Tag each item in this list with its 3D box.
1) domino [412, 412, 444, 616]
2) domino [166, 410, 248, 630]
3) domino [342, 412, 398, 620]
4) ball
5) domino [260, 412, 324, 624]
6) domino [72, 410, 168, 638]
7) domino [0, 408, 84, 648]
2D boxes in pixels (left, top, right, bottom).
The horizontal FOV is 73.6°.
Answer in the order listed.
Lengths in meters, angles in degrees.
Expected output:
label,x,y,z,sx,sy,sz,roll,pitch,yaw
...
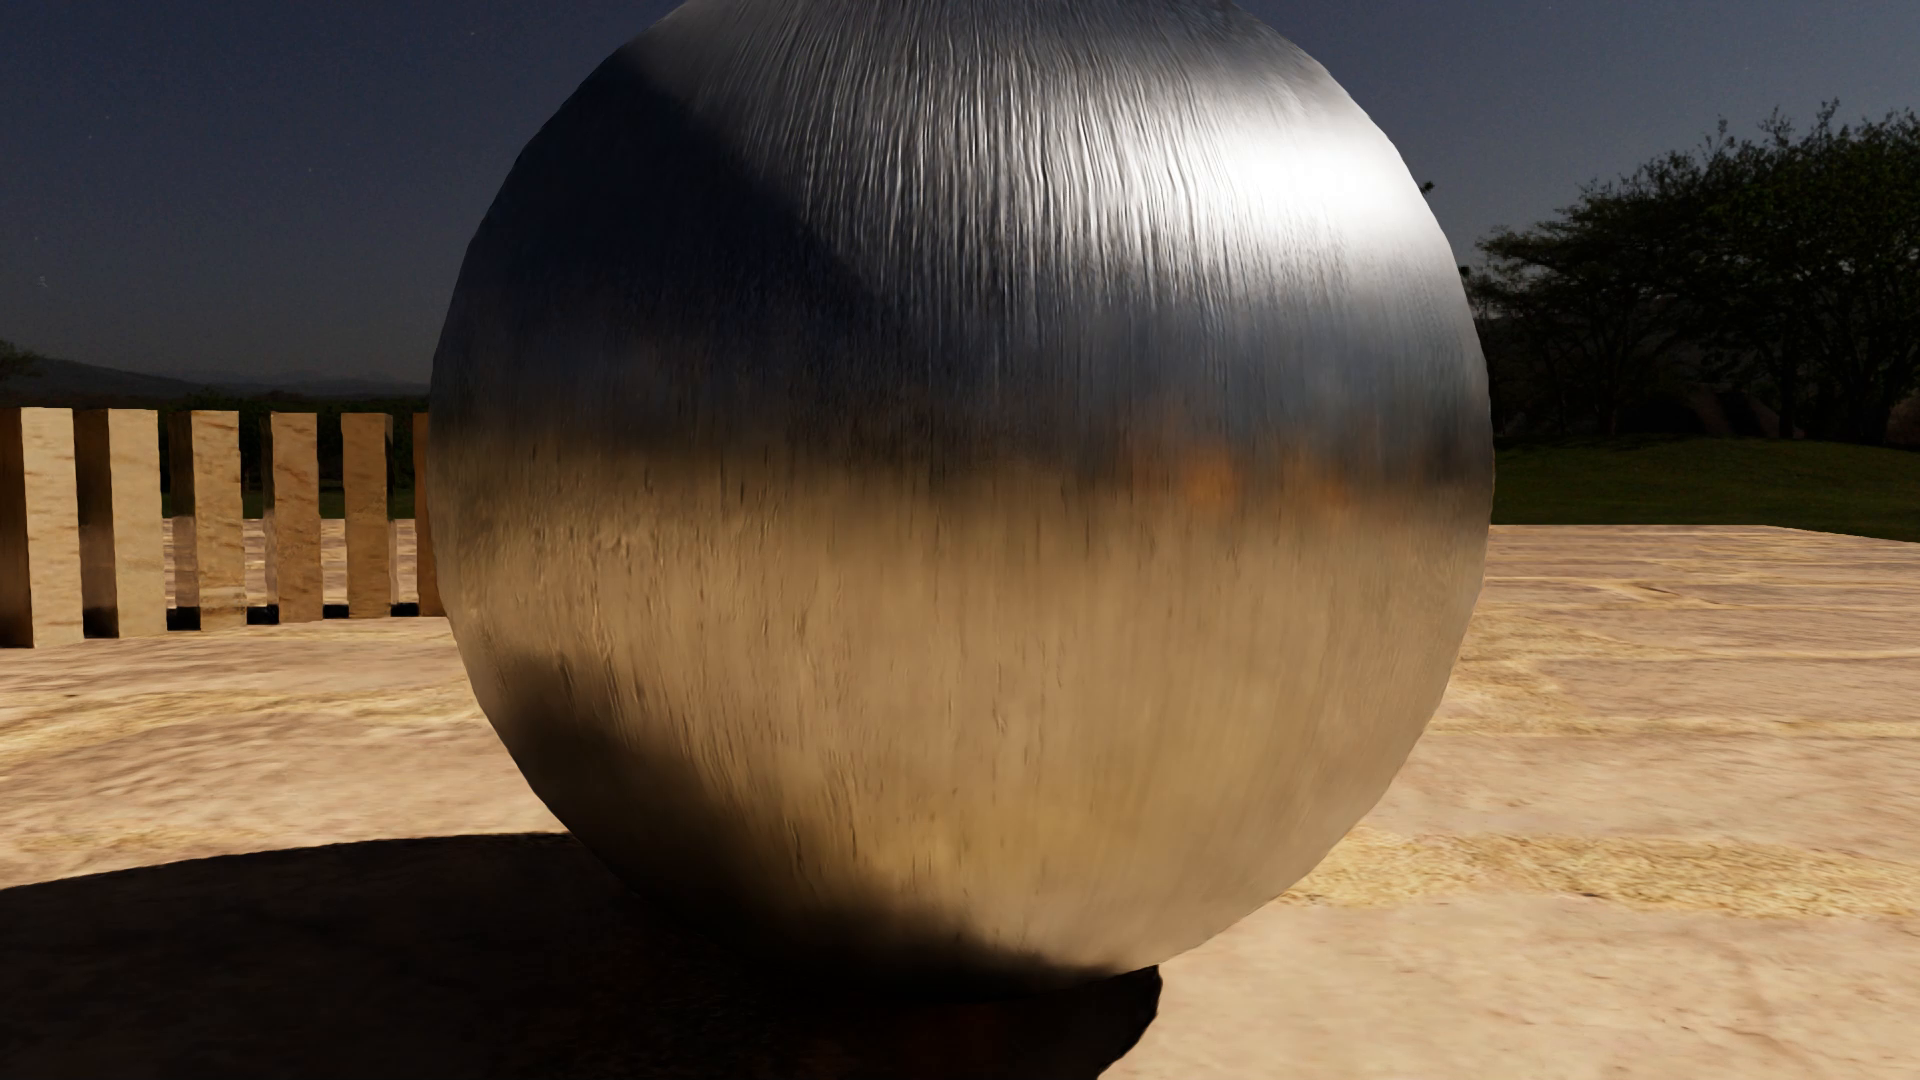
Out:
label,x,y,z,sx,sy,sz,roll,pitch,yaw
domino,-0.131,-0.007,0.327,0.010,0.050,0.025,-1,4,-9
domino,-0.178,-0.005,0.304,0.009,0.050,0.025,-4,6,-42
domino,-0.148,-0.007,0.323,0.009,0.050,0.025,-2,5,-20
ball,0.000,-0.005,0.103,0.080,0.080,0.080,0,4,0
domino,-0.164,-0.006,0.315,0.009,0.050,0.025,-3,5,-34
domino,-0.191,-0.004,0.291,0.025,0.050,0.010,4,6,39
domino,-0.201,-0.003,0.276,0.025,0.050,0.010,3,5,31
